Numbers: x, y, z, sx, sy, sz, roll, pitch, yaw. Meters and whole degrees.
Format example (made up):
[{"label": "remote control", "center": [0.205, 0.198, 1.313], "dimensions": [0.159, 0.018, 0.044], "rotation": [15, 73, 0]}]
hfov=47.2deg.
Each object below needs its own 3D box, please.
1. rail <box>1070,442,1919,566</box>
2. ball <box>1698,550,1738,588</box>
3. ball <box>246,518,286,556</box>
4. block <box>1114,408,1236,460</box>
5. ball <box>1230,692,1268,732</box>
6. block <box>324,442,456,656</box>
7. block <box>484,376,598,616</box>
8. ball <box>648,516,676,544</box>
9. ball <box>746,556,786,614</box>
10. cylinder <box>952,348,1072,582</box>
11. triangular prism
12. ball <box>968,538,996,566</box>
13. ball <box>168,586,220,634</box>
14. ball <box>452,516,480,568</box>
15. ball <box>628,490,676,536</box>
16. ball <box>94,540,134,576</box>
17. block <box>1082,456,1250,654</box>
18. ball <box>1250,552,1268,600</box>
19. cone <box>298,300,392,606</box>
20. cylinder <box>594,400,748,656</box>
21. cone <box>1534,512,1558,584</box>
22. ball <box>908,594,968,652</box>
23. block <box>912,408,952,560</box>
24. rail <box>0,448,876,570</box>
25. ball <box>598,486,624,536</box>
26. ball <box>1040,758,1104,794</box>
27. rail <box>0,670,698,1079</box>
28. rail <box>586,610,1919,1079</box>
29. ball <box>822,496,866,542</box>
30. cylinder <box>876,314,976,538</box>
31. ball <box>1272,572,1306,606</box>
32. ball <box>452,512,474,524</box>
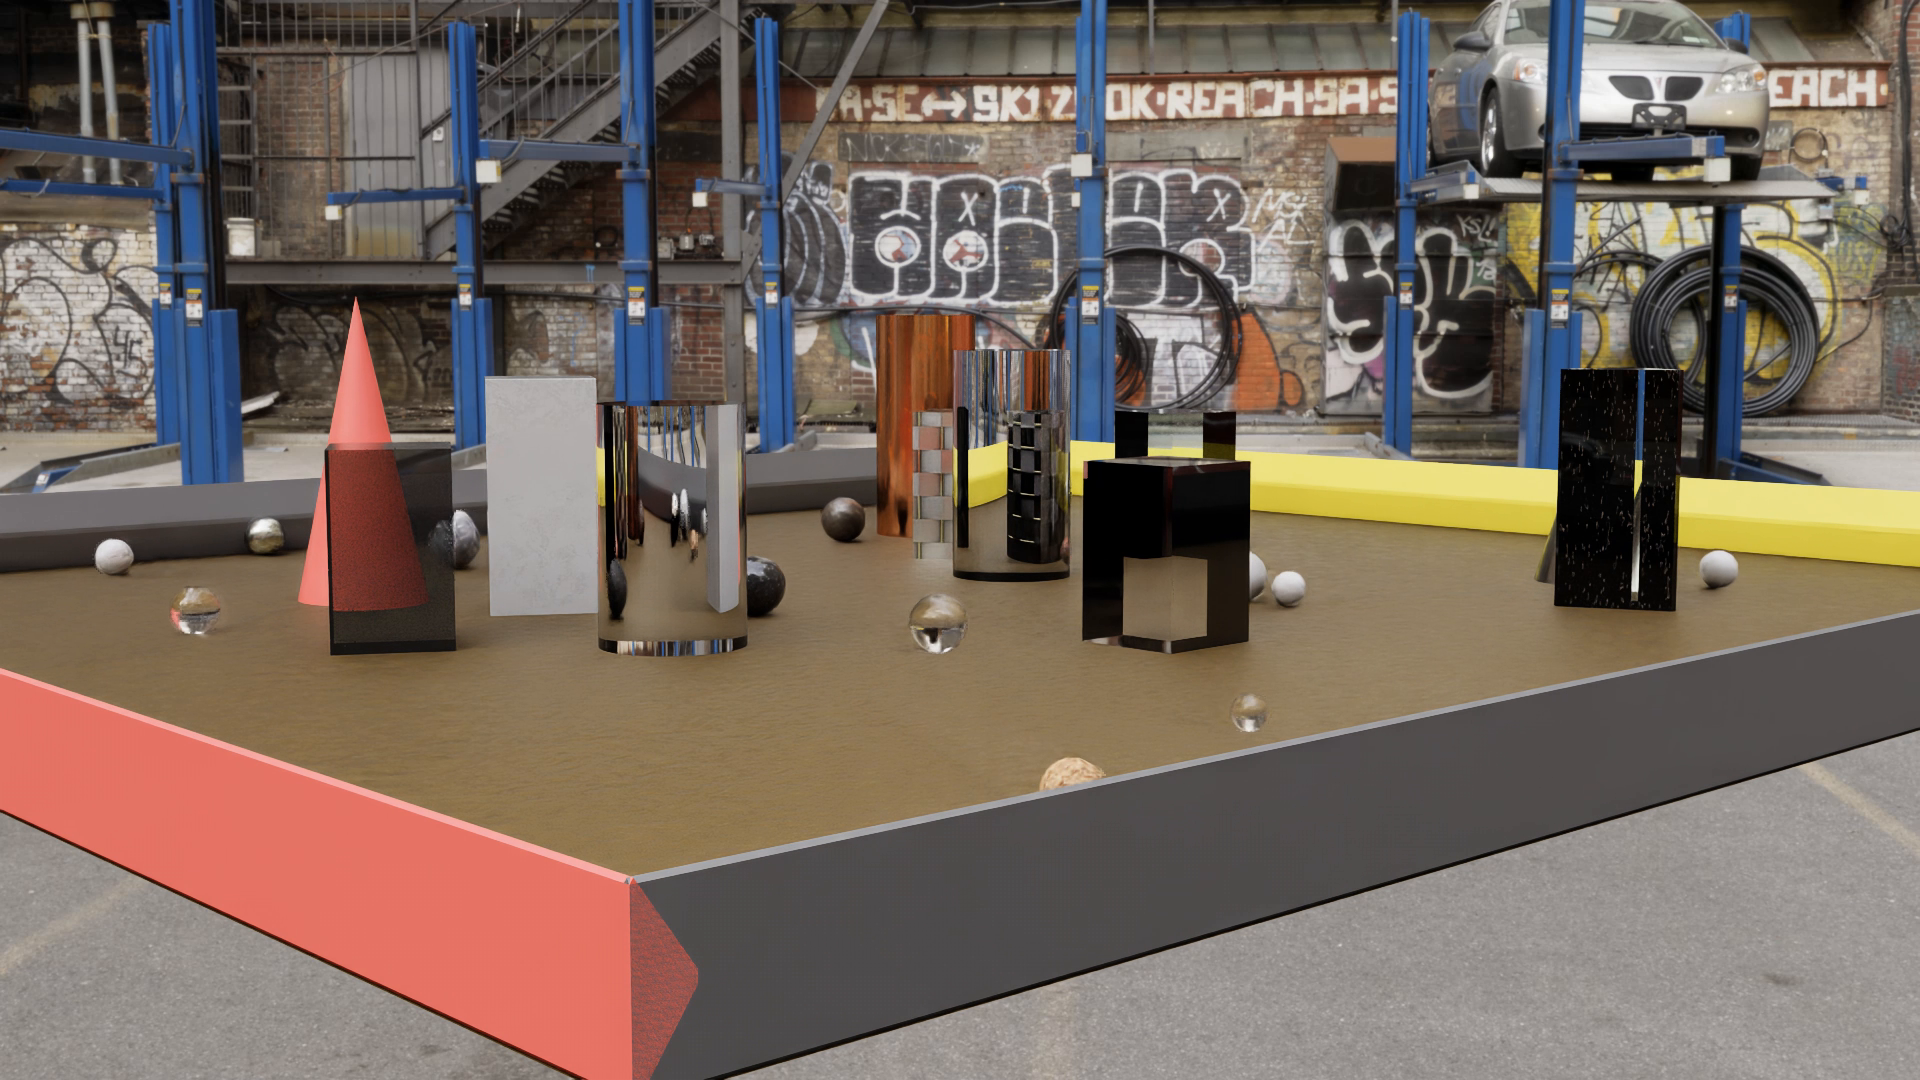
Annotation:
[{"label": "rail", "center": [1.136, -0.075, 4.374], "dimensions": [0.045, 0.129, 2.860], "rotation": [-5, 8, -42]}, {"label": "ball", "center": [1.222, 0.047, 3.544], "dimensions": [0.060, 0.060, 0.060], "rotation": [0, 6, 0]}, {"label": "ball", "center": [-1.267, -0.007, 4.013], "dimensions": [0.070, 0.070, 0.070], "rotation": [0, 6, 0]}, {"label": "block", "center": [0.401, -0.111, 4.102], "dimensions": [0.159, 0.259, 0.159], "rotation": [-4, 7, -37]}, {"label": "ball", "center": [0.307, 0.183, 2.334], "dimensions": [0.041, 0.041, 0.041], "rotation": [0, 6, 0]}, {"label": "block", "center": [-0.757, 0.007, 2.931], "dimensions": [0.159, 0.266, 0.159], "rotation": [-1, 6, -13]}, {"label": "block", "center": [-0.627, -0.070, 3.293], "dimensions": [0.159, 0.346, 0.159], "rotation": [-1, 6, -12]}, {"label": "ball", "center": [-0.574, -0.021, 4.227], "dimensions": [0.053, 0.053, 0.053], "rotation": [0, 6, 0]}, {"label": "ball", "center": [-0.298, 0.067, 3.228], "dimensions": [0.086, 0.086, 0.086], "rotation": [0, 6, 0]}, {"label": "cylinder", "center": [0.087, -0.129, 3.696], "dimensions": [0.198, 0.379, 0.198], "rotation": [0, 6, 0]}, {"label": "triangular prism", "center": [1.007, -0.082, 3.350], "dimensions": [0.172, 0.358, 0.149], "rotation": [2, 6, 20]}, {"label": "ball", "center": [0.040, 0.020, 3.856], "dimensions": [0.048, 0.048, 0.048], "rotation": [0, 6, 0]}, {"label": "ball", "center": [-1.057, 0.096, 3.036], "dimensions": [0.067, 0.067, 0.067], "rotation": [0, 6, 0]}, {"label": "ball", "center": [-0.879, 0.003, 3.816], "dimensions": [0.092, 0.092, 0.092], "rotation": [0, 6, 0]}, {"label": "ball", "center": [-0.610, -0.054, 4.359], "dimensions": [0.092, 0.092, 0.092], "rotation": [0, 6, 0]}, {"label": "ball", "center": [-1.427, 0.029, 3.710], "dimensions": [0.061, 0.061, 0.061], "rotation": [0, 6, 0]}, {"label": "block", "center": [0.277, 0.015, 2.960], "dimensions": [0.159, 0.244, 0.159], "rotation": [-6, 8, -43]}, {"label": "ball", "center": [0.433, 0.055, 3.380], "dimensions": [0.078, 0.078, 0.078], "rotation": [0, 6, 0]}, {"label": "cone", "center": [-0.927, -0.142, 3.397], "dimensions": [0.198, 0.467, 0.198], "rotation": [0, 6, 0]}, {"label": "cylinder", "center": [-0.383, -0.020, 2.923], "dimensions": [0.198, 0.323, 0.198], "rotation": [0, 6, 0]}, {"label": "cone", "center": [1.053, -0.095, 3.626], "dimensions": [0.198, 0.325, 0.198], "rotation": [0, 6, 0]}, {"label": "ball", "center": [-0.028, 0.108, 2.870], "dimensions": [0.078, 0.078, 0.078], "rotation": [0, 6, 0]}, {"label": "block", "center": [0.011, -0.104, 4.007], "dimensions": [0.159, 0.264, 0.159], "rotation": [1, 6, 13]}, {"label": "rail", "center": [-0.954, -0.074, 4.360], "dimensions": [3.139, 0.129, 0.045], "rotation": [-5, 8, -42]}, {"label": "ball", "center": [-0.715, -0.057, 4.348], "dimensions": [0.099, 0.099, 0.099], "rotation": [0, 6, 0]}, {"label": "ball", "center": [0.098, 0.218, 1.911], "dimensions": [0.058, 0.058, 0.058], "rotation": [0, 6, 0]}, {"label": "rail", "center": [-1.136, 0.142, 2.289], "dimensions": [0.045, 0.129, 2.860], "rotation": [-5, 8, -42]}, {"label": "rail", "center": [0.954, 0.141, 2.304], "dimensions": [3.139, 0.129, 0.045], "rotation": [-5, 8, -42]}, {"label": "ball", "center": [-0.225, -0.040, 4.257], "dimensions": [0.086, 0.086, 0.086], "rotation": [0, 6, 0]}, {"label": "cylinder", "center": [-0.068, -0.231, 4.398], "dimensions": [0.198, 0.436, 0.198], "rotation": [0, 6, 0]}, {"label": "ball", "center": [0.497, 0.074, 3.321], "dimensions": [0.053, 0.053, 0.053], "rotation": [0, 6, 0]}, {"label": "ball", "center": [-0.976, -0.028, 4.281], "dimensions": [0.056, 0.056, 0.056], "rotation": [0, 6, 0]}]
